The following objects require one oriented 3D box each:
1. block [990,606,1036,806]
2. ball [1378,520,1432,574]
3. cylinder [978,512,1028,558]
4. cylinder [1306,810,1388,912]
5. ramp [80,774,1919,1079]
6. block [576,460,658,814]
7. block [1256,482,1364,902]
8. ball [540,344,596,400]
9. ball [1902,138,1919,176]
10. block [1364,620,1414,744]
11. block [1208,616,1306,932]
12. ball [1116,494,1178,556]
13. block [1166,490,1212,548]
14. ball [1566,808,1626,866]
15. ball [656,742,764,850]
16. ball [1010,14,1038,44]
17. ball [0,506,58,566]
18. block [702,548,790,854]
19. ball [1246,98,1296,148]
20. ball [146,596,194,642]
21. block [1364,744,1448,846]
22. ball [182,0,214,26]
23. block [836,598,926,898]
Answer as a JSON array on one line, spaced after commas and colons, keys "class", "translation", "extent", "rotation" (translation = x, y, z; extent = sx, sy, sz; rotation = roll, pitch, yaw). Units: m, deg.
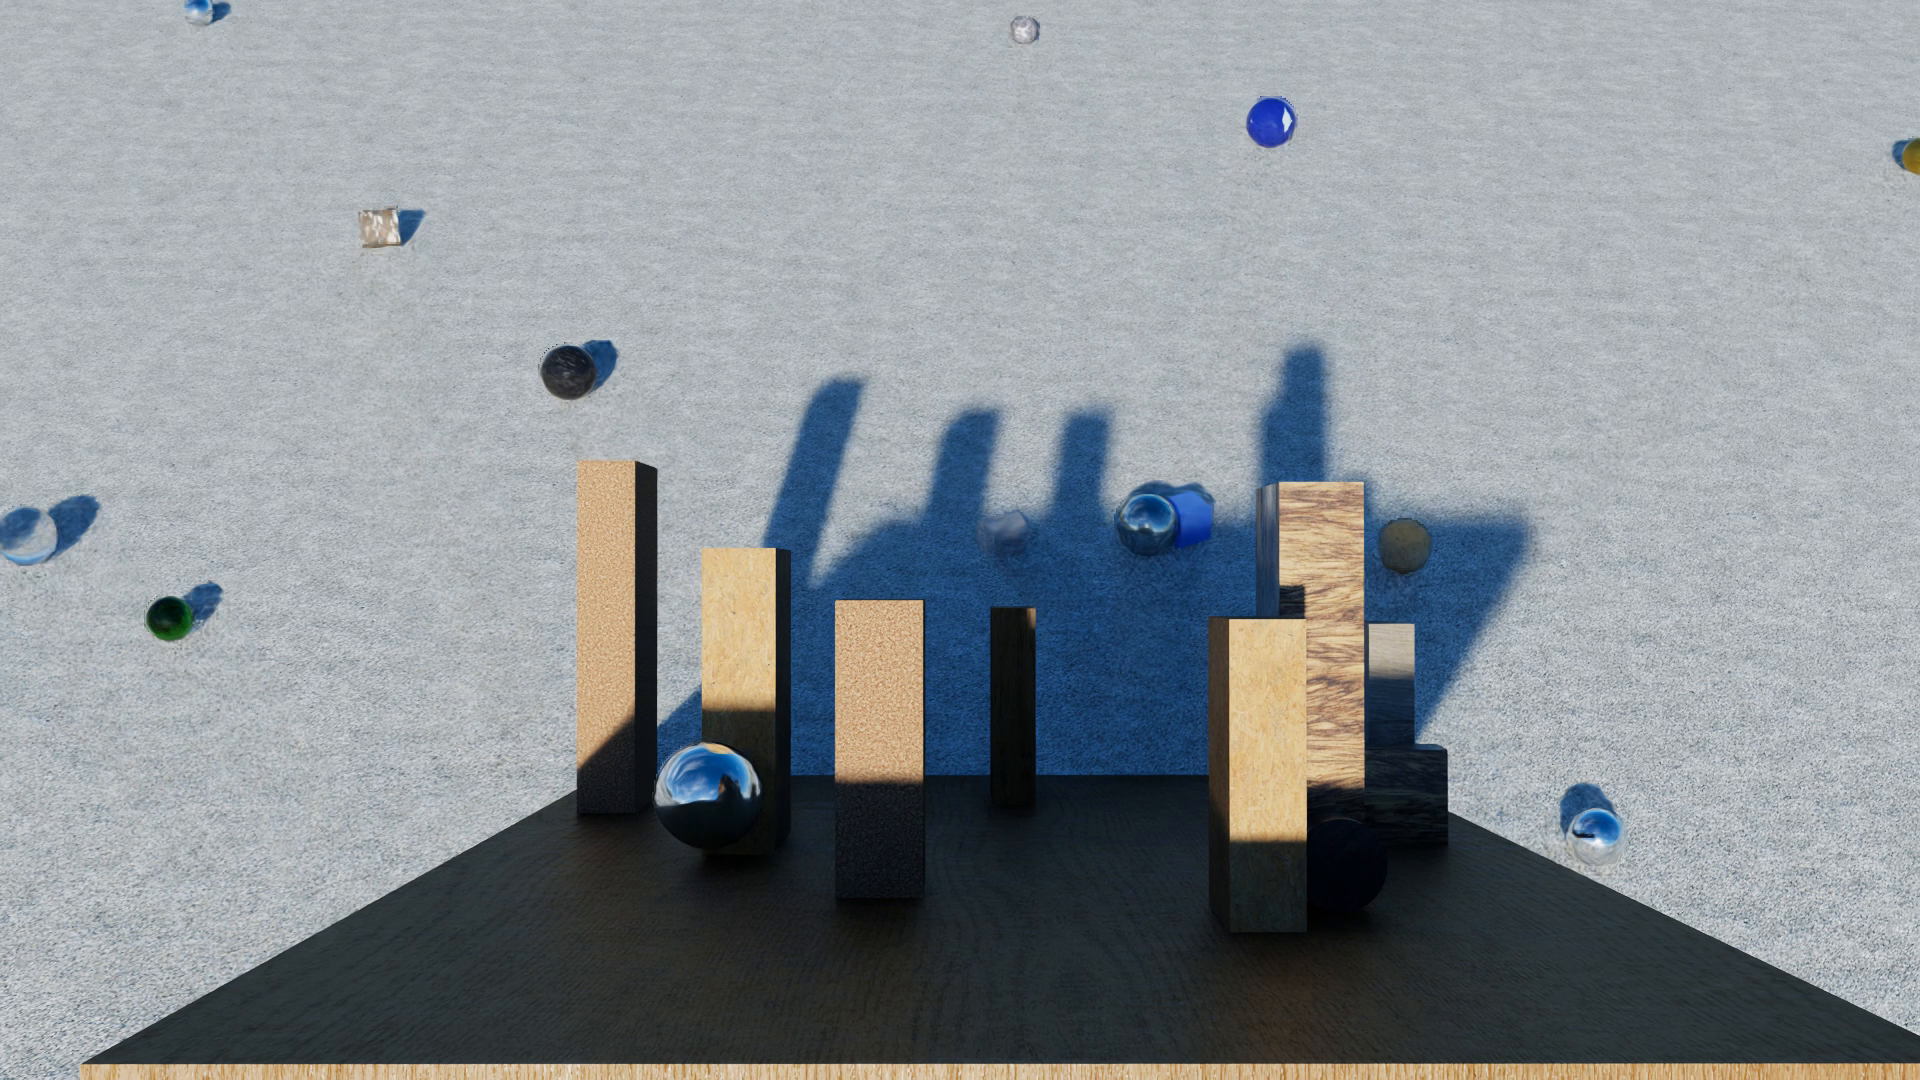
[{"class": "block", "translation": [0.122, 0.378, 6.039], "extent": [0.097, 0.443, 0.400], "rotation": [0, -1, 0]}, {"class": "ball", "translation": [1.315, 0.021, 7.672], "extent": [0.157, 0.157, 0.157], "rotation": [0, 32, 0]}, {"class": "cylinder", "translation": [0.130, -0.014, 7.766], "extent": [0.114, 0.114, 0.114], "rotation": [-15, 35, -23]}, {"class": "cylinder", "translation": [0.580, 0.499, 4.032], "extent": [0.144, 0.144, 0.144], "rotation": [-1, -1, -1]}, {"class": "ramp", "translation": [0.072, 0.631, 4.729], "extent": [2.000, 0.100, 4.000], "rotation": [0, -1, 0]}, {"class": "block", "translation": [-0.771, 0.213, 5.855], "extent": [0.126, 0.768, 0.423], "rotation": [0, -1, 0]}, {"class": "block", "translation": [0.574, 0.242, 4.272], "extent": [0.134, 0.664, 0.326], "rotation": [0, -1, 0]}, {"class": "ball", "translation": [-1.291, -0.552, 8.552], "extent": [0.184, 0.184, 0.184], "rotation": [0, 32, 0]}, {"class": "ball", "translation": [3.738, -1.492, 10.072], "extent": [0.146, 0.146, 0.146], "rotation": [0, 32, 0]}, {"class": "block", "translation": [0.858, 0.380, 5.356], "extent": [0.090, 0.420, 0.417], "rotation": [0, -1, 0]}, {"class": "block", "translation": [0.445, 0.343, 3.904], "extent": [0.111, 0.452, 0.314], "rotation": [0, -1, 0]}, {"class": "ball", "translation": [0.561, -0.046, 7.749], "extent": [0.187, 0.187, 0.187], "rotation": [0, 32, 0]}, {"class": "block", "translation": [0.683, -0.062, 7.844], "extent": [0.112, 0.112, 0.112], "rotation": [-16, 36, -23]}, {"class": "ball", "translation": [1.604, 0.749, 6.529], "extent": [0.147, 0.147, 0.147], "rotation": [0, 32, 0]}, {"class": "ball", "translation": [-0.455, 0.463, 4.698], "extent": [0.195, 0.195, 0.195], "rotation": [0, 32, 0]}, {"class": "ball", "translation": [0.277, -2.212, 11.232], "extent": [0.124, 0.124, 0.124], "rotation": [0, 32, 0]}, {"class": "ball", "translation": [-2.773, -0.011, 7.703], "extent": [0.177, 0.177, 0.177], "rotation": [0, 32, 0]}, {"class": "block", "translation": [-0.410, 0.302, 5.018], "extent": [0.136, 0.567, 0.441], "rotation": [0, -1, 0]}, {"class": "ball", "translation": [1.233, -1.655, 10.281], "extent": [0.199, 0.199, 0.199], "rotation": [0, 32, 0]}, {"class": "ball", "translation": [-2.248, 0.224, 7.375], "extent": [0.130, 0.130, 0.130], "rotation": [0, 32, 0]}, {"class": "block", "translation": [0.849, 0.494, 5.052], "extent": [0.182, 0.182, 0.182], "rotation": [0, -1, 4]}, {"class": "ball", "translation": [-3.353, -2.326, 11.406], "extent": [0.131, 0.131, 0.131], "rotation": [0, 32, 0]}, {"class": "block", "translation": [-0.130, 0.337, 4.293], "extent": [0.141, 0.476, 0.280], "rotation": [0, -1, 0]}]
